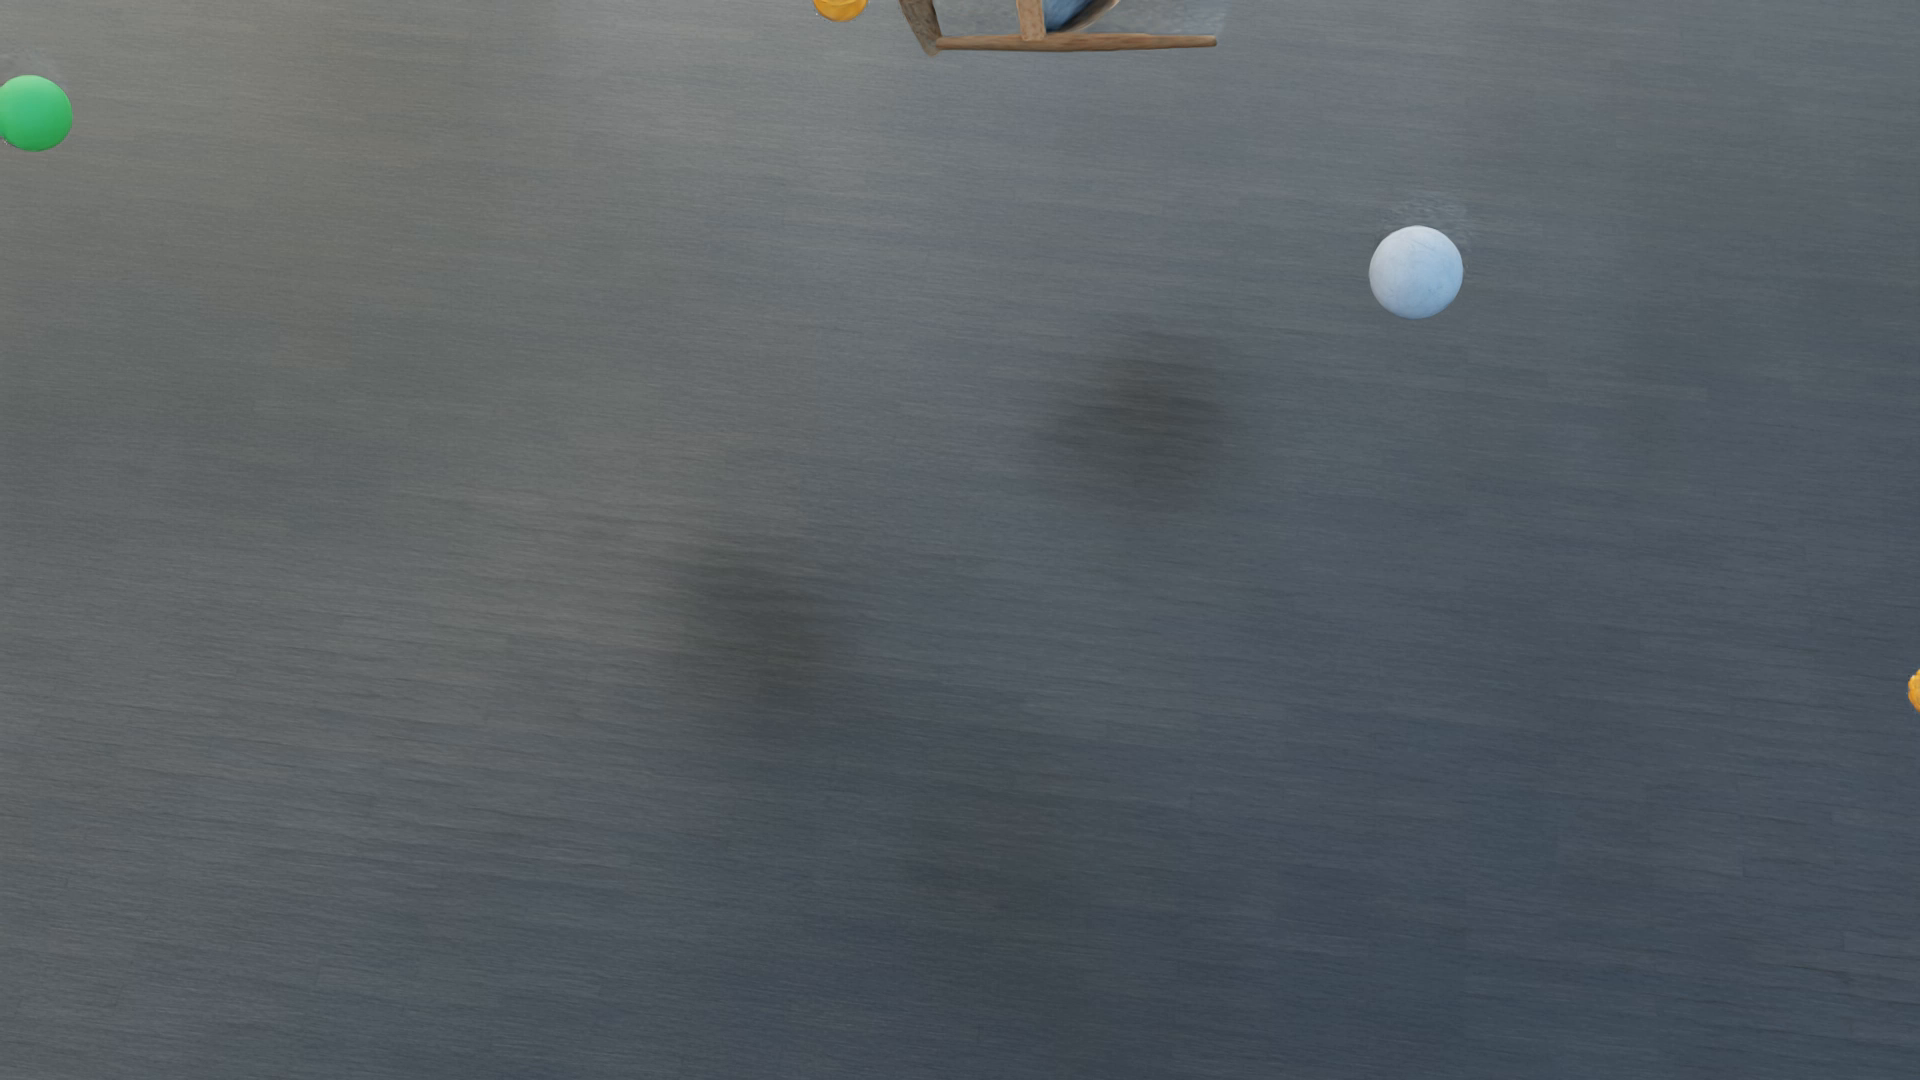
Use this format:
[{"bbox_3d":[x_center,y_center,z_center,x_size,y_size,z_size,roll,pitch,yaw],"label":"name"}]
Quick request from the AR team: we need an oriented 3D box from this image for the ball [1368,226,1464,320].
[{"bbox_3d":[0.882,-0.517,4.251,0.179,0.179,0.179,0,56,0],"label":"ball"}]

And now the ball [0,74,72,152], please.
[{"bbox_3d":[-1.974,-0.908,4.680,0.160,0.160,0.160,0,56,0],"label":"ball"}]
